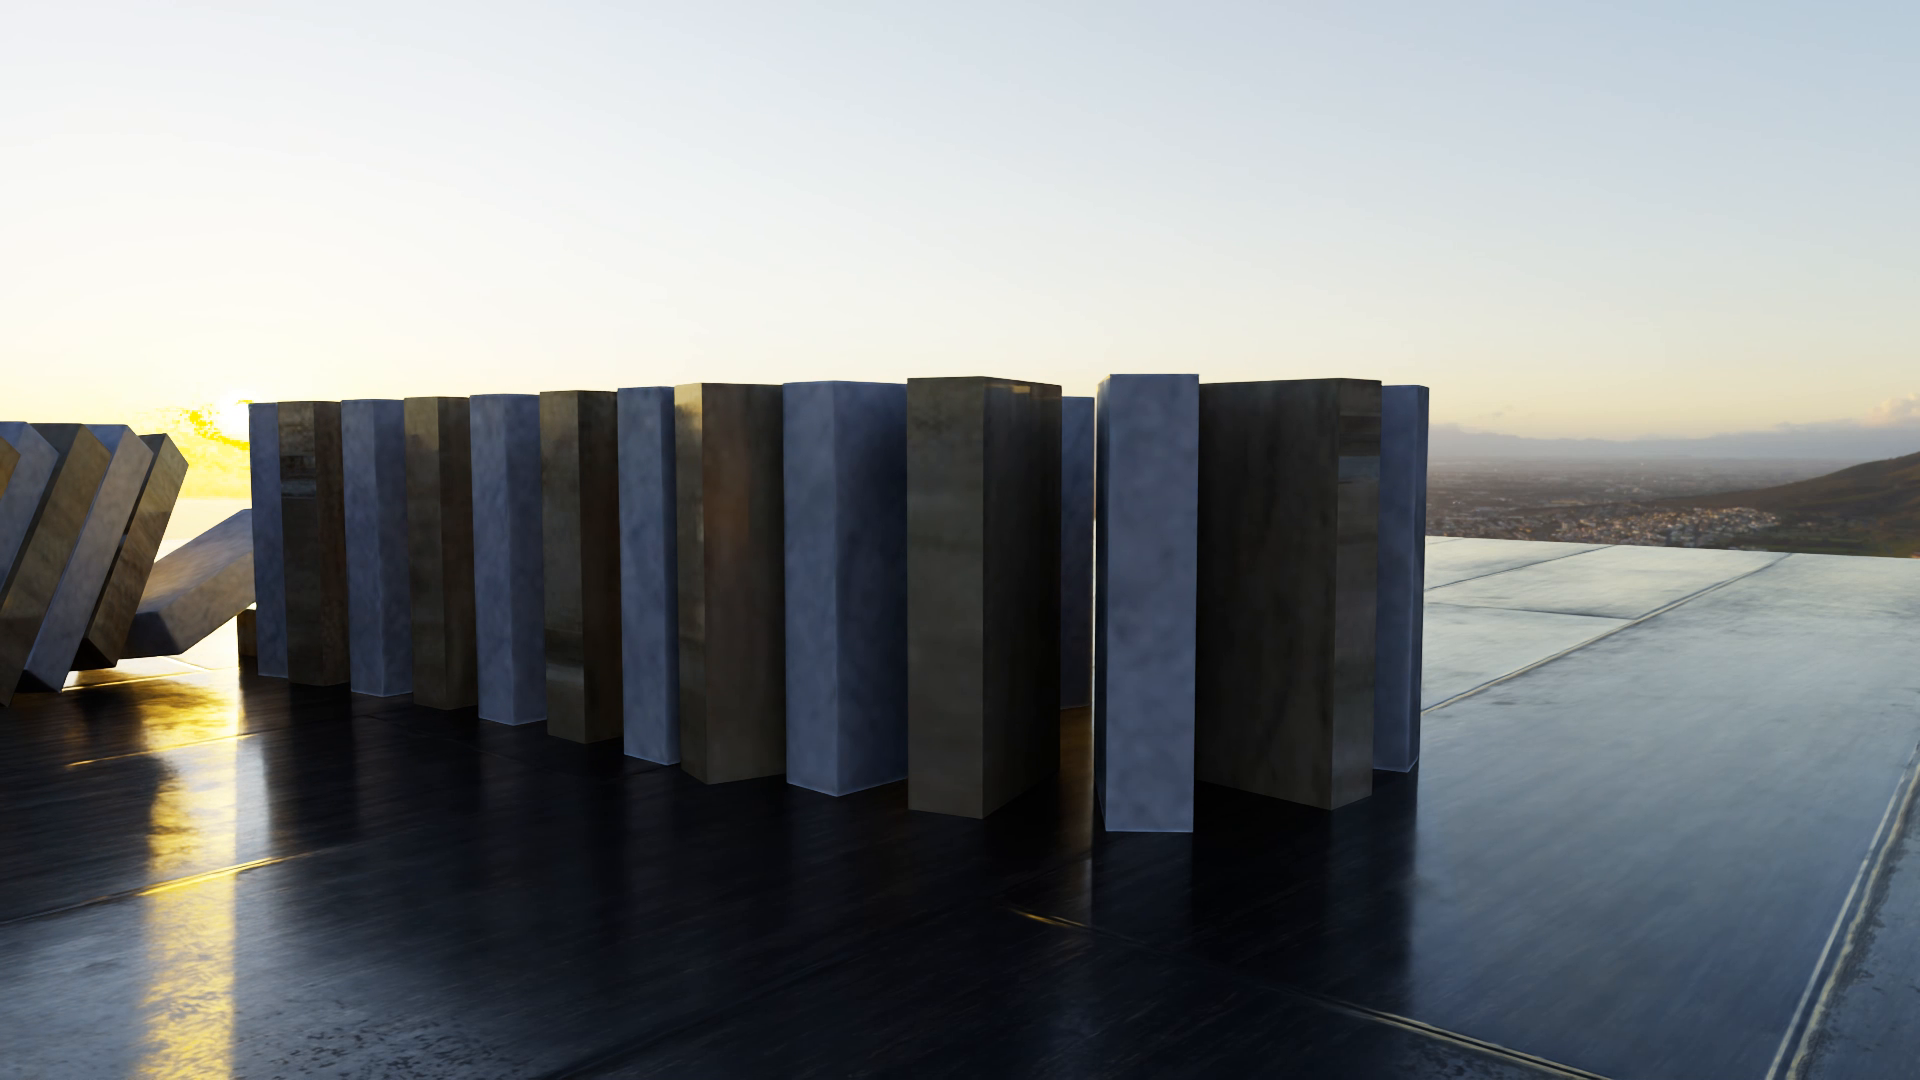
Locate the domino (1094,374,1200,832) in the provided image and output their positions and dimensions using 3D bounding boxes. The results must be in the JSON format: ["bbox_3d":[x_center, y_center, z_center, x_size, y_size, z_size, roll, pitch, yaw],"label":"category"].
[{"bbox_3d":[0.021,0.006,0.152,0.009,0.050,0.025,0,4,3],"label":"domino"}]

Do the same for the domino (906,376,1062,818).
[{"bbox_3d":[0.004,0.006,0.157,0.010,0.050,0.025,2,5,25],"label":"domino"}]

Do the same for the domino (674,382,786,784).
[{"bbox_3d":[-0.023,0.005,0.169,0.025,0.050,0.010,-3,5,-32],"label":"domino"}]

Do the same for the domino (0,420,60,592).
[{"bbox_3d":[-0.168,0.004,0.205,0.025,0.050,0.010,0,-31,-1],"label":"domino"}]

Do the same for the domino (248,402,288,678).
[{"bbox_3d":[-0.120,-0.001,0.244,0.010,0.050,0.025,2,5,25],"label":"domino"}]

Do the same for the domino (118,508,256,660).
[{"bbox_3d":[-0.154,0.007,0.265,0.025,0.009,0.050,-5,25,17],"label":"domino"}]

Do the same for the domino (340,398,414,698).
[{"bbox_3d":[-0.094,0.001,0.227,0.010,0.050,0.025,3,5,34],"label":"domino"}]

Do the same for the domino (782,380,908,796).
[{"bbox_3d":[-0.010,0.005,0.165,0.010,0.050,0.025,4,6,43],"label":"domino"}]

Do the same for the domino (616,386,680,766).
[{"bbox_3d":[-0.034,0.004,0.181,0.010,0.050,0.025,4,6,40],"label":"domino"}]

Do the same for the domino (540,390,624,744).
[{"bbox_3d":[-0.049,0.003,0.193,0.009,0.050,0.025,4,6,40],"label":"domino"}]

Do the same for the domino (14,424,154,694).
[{"bbox_3d":[-0.166,0.002,0.228,0.025,0.050,0.010,0,-31,-1],"label":"domino"}]

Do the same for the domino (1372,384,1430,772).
[{"bbox_3d":[0.049,0.004,0.175,0.025,0.050,0.009,2,5,28],"label":"domino"}]

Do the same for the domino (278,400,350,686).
[{"bbox_3d":[-0.110,0.000,0.237,0.010,0.050,0.025,2,5,27],"label":"domino"}]

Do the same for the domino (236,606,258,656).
[{"bbox_3d":[-0.125,0.017,0.277,0.025,0.010,0.050,2,5,25],"label":"domino"}]

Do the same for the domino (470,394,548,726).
[{"bbox_3d":[-0.063,0.002,0.205,0.010,0.050,0.025,3,5,38],"label":"domino"}]

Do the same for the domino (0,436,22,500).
[{"bbox_3d":[-0.166,0.005,0.193,0.025,0.050,0.010,0,-31,-1],"label":"domino"}]

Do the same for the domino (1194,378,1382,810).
[{"bbox_3d":[0.038,0.006,0.160,0.010,0.050,0.025,-4,6,-44],"label":"domino"}]

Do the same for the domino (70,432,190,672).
[{"bbox_3d":[-0.168,0.002,0.243,0.025,0.050,0.009,-5,-39,-4],"label":"domino"}]

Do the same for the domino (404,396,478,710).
[{"bbox_3d":[-0.079,0.001,0.216,0.010,0.050,0.025,3,5,36],"label":"domino"}]

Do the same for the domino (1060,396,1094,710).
[{"bbox_3d":[0.011,0.001,0.215,0.009,0.050,0.025,-3,5,-32],"label":"domino"}]

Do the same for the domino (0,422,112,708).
[{"bbox_3d":[-0.167,0.003,0.216,0.025,0.050,0.010,0,-31,-1],"label":"domino"}]
